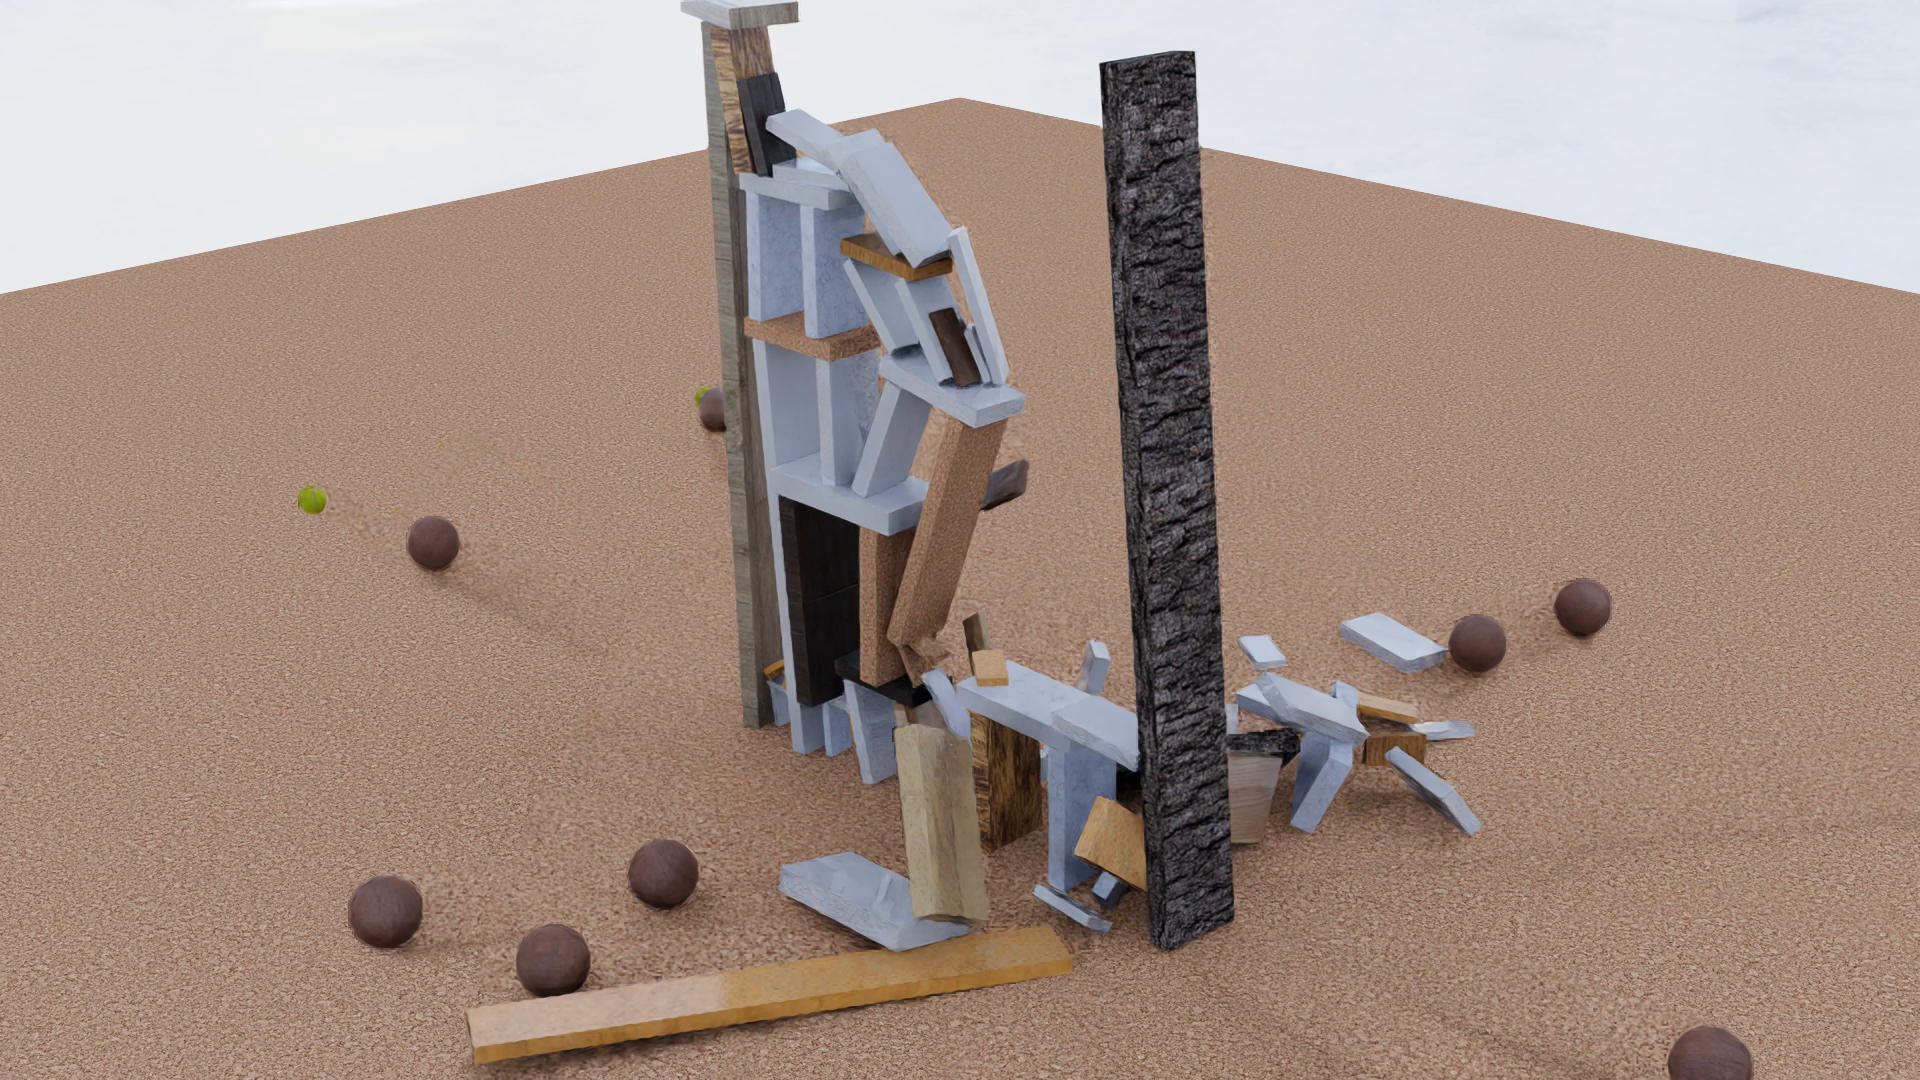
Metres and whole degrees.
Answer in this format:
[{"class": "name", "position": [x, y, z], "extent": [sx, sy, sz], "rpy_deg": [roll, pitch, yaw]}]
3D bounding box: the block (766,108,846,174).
[{"class": "block", "position": [-0.272, -0.763, 4.198], "extent": [0.185, 0.026, 0.093], "rpy_deg": [35, 37, 22]}]

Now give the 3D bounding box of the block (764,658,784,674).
[{"class": "block", "position": [-0.377, 0.262, 4.743], "extent": [0.096, 0.014, 0.048], "rpy_deg": [-28, -2, 41]}]

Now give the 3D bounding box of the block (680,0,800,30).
[{"class": "block", "position": [-0.428, -1.030, 4.247], "extent": [0.139, 0.040, 0.279], "rpy_deg": [-12, 24, -23]}]

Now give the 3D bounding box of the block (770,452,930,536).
[{"class": "block", "position": [-0.203, -0.099, 4.399], "extent": [0.340, 0.048, 0.170], "rpy_deg": [21, 30, 39]}]

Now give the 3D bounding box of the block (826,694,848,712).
[{"class": "block", "position": [-0.240, 0.331, 4.623], "extent": [0.063, 0.018, 0.127], "rpy_deg": [-21, 26, -41]}]

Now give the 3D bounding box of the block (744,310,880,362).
[{"class": "block", "position": [-0.295, -0.412, 4.364], "extent": [0.130, 0.037, 0.260], "rpy_deg": [-21, 30, -40]}]

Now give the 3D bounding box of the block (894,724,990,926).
[{"class": "block", "position": [-0.032, 0.512, 3.947], "extent": [0.048, 0.340, 0.170], "rpy_deg": [-18, -22, 30]}]

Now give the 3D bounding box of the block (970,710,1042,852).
[{"class": "block", "position": [0.092, 0.450, 4.319], "extent": [0.042, 0.296, 0.148], "rpy_deg": [17, 28, 42]}]

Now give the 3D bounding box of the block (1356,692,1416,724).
[{"class": "block", "position": [0.931, 0.368, 4.812], "extent": [0.129, 0.018, 0.064], "rpy_deg": [13, 22, 4]}]

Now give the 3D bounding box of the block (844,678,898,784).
[{"class": "block", "position": [-0.171, 0.381, 4.573], "extent": [0.112, 0.225, 0.032], "rpy_deg": [-22, 17, -41]}]

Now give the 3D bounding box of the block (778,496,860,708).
[{"class": "block", "position": [-0.276, 0.107, 4.556], "extent": [0.170, 0.452, 0.048], "rpy_deg": [-21, 26, -40]}]

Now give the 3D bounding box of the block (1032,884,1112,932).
[{"class": "block", "position": [0.208, 0.683, 4.078], "extent": [0.143, 0.020, 0.072], "rpy_deg": [25, 0, 45]}]

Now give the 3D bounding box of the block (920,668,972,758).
[{"class": "block", "position": [-0.001, 0.364, 4.382], "extent": [0.050, 0.014, 0.237], "rpy_deg": [-16, 69, -41]}]

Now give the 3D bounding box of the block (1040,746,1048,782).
[{"class": "block", "position": [0.173, 0.469, 4.578], "extent": [0.017, 0.061, 0.122], "rpy_deg": [17, 28, 30]}]

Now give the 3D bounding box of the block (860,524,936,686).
[{"class": "block", "position": [-0.122, 0.109, 4.407], "extent": [0.048, 0.340, 0.170], "rpy_deg": [23, 32, 40]}]

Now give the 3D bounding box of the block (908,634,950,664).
[{"class": "block", "position": [-0.073, 0.207, 4.392], "extent": [0.050, 0.014, 0.099], "rpy_deg": [-20, 48, -41]}]

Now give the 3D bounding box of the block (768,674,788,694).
[{"class": "block", "position": [-0.371, 0.314, 4.767], "extent": [0.046, 0.013, 0.092], "rpy_deg": [-21, 31, -41]}]

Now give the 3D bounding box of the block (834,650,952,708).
[{"class": "block", "position": [-0.137, 0.275, 4.493], "extent": [0.225, 0.032, 0.113], "rpy_deg": [21, 31, 40]}]

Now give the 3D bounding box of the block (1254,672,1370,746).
[{"class": "block", "position": [0.700, 0.336, 4.368], "extent": [0.227, 0.032, 0.113], "rpy_deg": [21, 23, -32]}]

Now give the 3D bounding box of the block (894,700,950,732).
[{"class": "block", "position": [-0.063, 0.423, 4.475], "extent": [0.032, 0.225, 0.113], "rpy_deg": [2, 18, 45]}]

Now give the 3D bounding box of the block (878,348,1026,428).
[{"class": "block", "position": [-0.016, -0.293, 4.139], "extent": [0.130, 0.037, 0.261], "rpy_deg": [-20, 40, -42]}]

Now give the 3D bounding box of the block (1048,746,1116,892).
[{"class": "block", "position": [0.234, 0.506, 4.188], "extent": [0.042, 0.296, 0.148], "rpy_deg": [19, 29, 41]}]

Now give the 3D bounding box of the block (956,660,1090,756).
[{"class": "block", "position": [0.149, 0.317, 4.198], "extent": [0.296, 0.042, 0.148], "rpy_deg": [21, 31, 40]}]

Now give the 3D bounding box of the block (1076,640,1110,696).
[{"class": "block", "position": [0.264, 0.342, 4.628], "extent": [0.034, 0.239, 0.119], "rpy_deg": [13, 13, -5]}]

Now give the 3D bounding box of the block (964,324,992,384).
[{"class": "block", "position": [0.038, -0.350, 4.112], "extent": [0.015, 0.104, 0.052], "rpy_deg": [-18, 16, 18]}]

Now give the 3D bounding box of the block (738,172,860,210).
[{"class": "block", "position": [-0.293, -0.688, 4.253], "extent": [0.260, 0.037, 0.130], "rpy_deg": [21, 31, 41]}]

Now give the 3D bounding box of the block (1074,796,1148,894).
[{"class": "block", "position": [0.299, 0.551, 3.952], "extent": [0.032, 0.112, 0.224], "rpy_deg": [13, -15, 44]}]

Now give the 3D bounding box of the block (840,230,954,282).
[{"class": "block", "position": [-0.120, -0.537, 4.149], "extent": [0.101, 0.029, 0.203], "rpy_deg": [-20, 34, -40]}]

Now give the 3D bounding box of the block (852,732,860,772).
[{"class": "block", "position": [-0.195, 0.416, 4.617], "extent": [0.018, 0.127, 0.063], "rpy_deg": [21, 31, 40]}]

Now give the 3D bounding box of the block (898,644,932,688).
[{"class": "block", "position": [-0.090, 0.242, 4.415], "extent": [0.049, 0.099, 0.014], "rpy_deg": [-21, -2, -41]}]

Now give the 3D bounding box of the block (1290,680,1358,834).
[{"class": "block", "position": [0.747, 0.439, 4.499], "extent": [0.049, 0.172, 0.344], "rpy_deg": [26, 26, 1]}]

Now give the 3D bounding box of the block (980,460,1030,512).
[{"class": "block", "position": [0.086, -0.108, 4.374], "extent": [0.019, 0.068, 0.137], "rpy_deg": [20, -24, -28]}]

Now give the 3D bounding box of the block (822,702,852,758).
[{"class": "block", "position": [-0.261, 0.391, 4.676], "extent": [0.018, 0.127, 0.063], "rpy_deg": [13, 26, 38]}]

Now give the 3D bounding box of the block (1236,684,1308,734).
[{"class": "block", "position": [0.739, 0.369, 4.847], "extent": [0.238, 0.034, 0.119], "rpy_deg": [20, 30, 39]}]
